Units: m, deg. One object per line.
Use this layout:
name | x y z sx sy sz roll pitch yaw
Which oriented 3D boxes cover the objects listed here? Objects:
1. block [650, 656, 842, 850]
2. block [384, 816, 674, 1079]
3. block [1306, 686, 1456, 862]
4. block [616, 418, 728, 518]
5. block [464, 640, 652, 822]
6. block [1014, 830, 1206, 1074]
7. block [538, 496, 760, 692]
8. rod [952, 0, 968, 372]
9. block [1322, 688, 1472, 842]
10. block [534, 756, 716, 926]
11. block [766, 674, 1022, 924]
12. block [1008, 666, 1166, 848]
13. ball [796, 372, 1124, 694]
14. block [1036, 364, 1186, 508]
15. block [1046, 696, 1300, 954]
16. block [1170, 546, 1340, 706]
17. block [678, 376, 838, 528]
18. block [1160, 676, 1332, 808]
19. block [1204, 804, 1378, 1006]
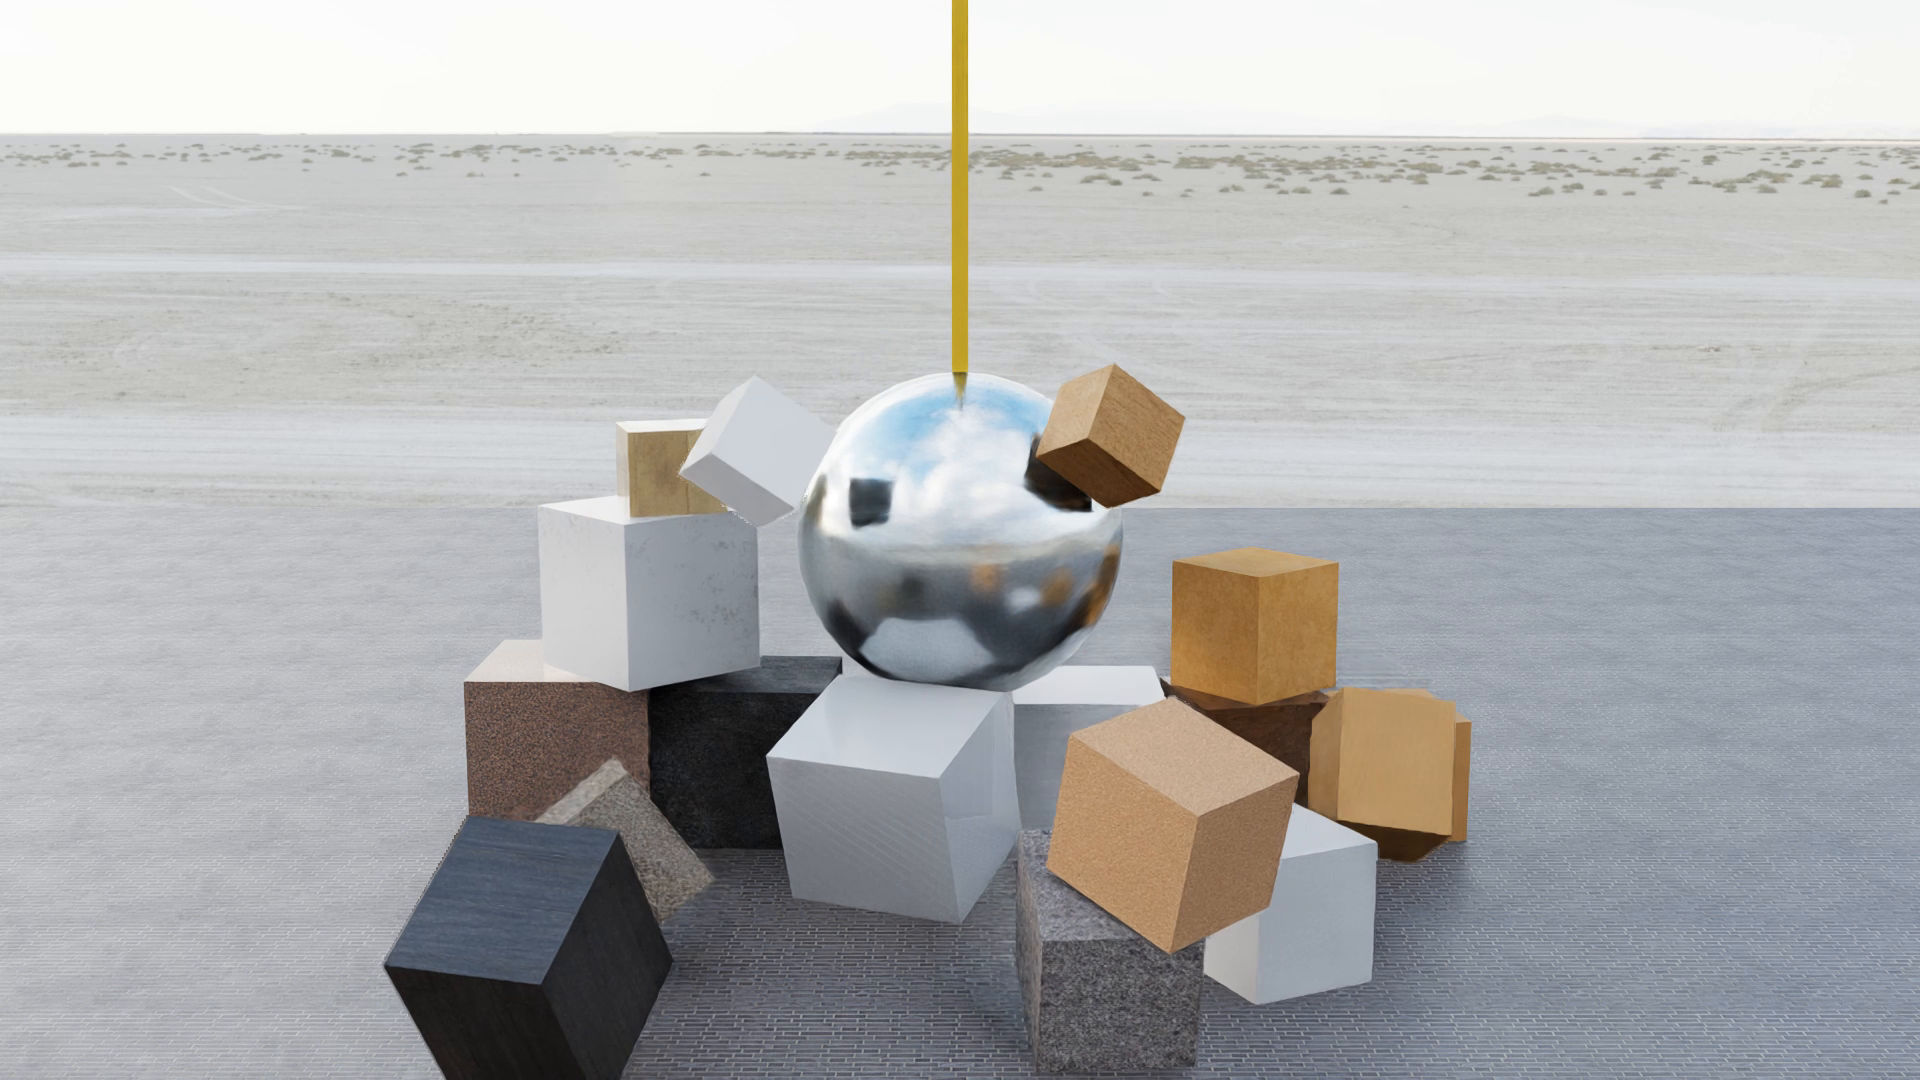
block | -1.082 1.082 11.355 0.878 0.809 0.792 1 10 3
block | -1.568 1.563 8.121 0.626 0.756 0.703 3 42 19
block | 1.909 1.073 10.017 0.514 0.619 0.548 8 -21 -4
block | -1.431 -0.362 10.900 0.483 0.418 0.414 -3 11 -17
block | -1.986 1.047 11.357 0.906 0.876 0.918 0 10 1
block | 0.570 1.591 8.611 0.612 0.612 0.747 -1 26 -5
block | -1.568 0.233 11.091 0.784 0.820 0.786 -9 14 -41
rod | 0.000 -3.400 10.377 0.080 5.200 0.080 0 6 0
block | 2.182 1.168 11.405 0.689 0.622 0.699 -1 10 -8
block | -1.500 1.368 9.306 0.626 0.577 0.636 -39 9 -10
block | -0.291 1.195 10.276 0.865 0.786 0.750 5 28 24
block | 0.648 1.109 11.395 0.766 0.742 0.804 0 10 0
ball | 0.000 -0.021 10.750 1.600 1.600 1.600 0 10 0
block | 0.692 -0.473 10.111 0.463 0.413 0.382 34 -29 -26
block | 0.796 1.061 8.298 0.571 0.598 0.651 -15 34 -41
block | 1.507 0.428 11.263 0.604 0.647 0.588 -9 14 -40
block | -0.910 -0.393 9.891 0.454 0.420 0.435 34 -23 -16
block | 1.464 1.127 11.297 0.695 0.741 0.697 -3 11 -14
block | 1.349 1.538 9.366 0.586 0.617 0.585 -5 12 -26
